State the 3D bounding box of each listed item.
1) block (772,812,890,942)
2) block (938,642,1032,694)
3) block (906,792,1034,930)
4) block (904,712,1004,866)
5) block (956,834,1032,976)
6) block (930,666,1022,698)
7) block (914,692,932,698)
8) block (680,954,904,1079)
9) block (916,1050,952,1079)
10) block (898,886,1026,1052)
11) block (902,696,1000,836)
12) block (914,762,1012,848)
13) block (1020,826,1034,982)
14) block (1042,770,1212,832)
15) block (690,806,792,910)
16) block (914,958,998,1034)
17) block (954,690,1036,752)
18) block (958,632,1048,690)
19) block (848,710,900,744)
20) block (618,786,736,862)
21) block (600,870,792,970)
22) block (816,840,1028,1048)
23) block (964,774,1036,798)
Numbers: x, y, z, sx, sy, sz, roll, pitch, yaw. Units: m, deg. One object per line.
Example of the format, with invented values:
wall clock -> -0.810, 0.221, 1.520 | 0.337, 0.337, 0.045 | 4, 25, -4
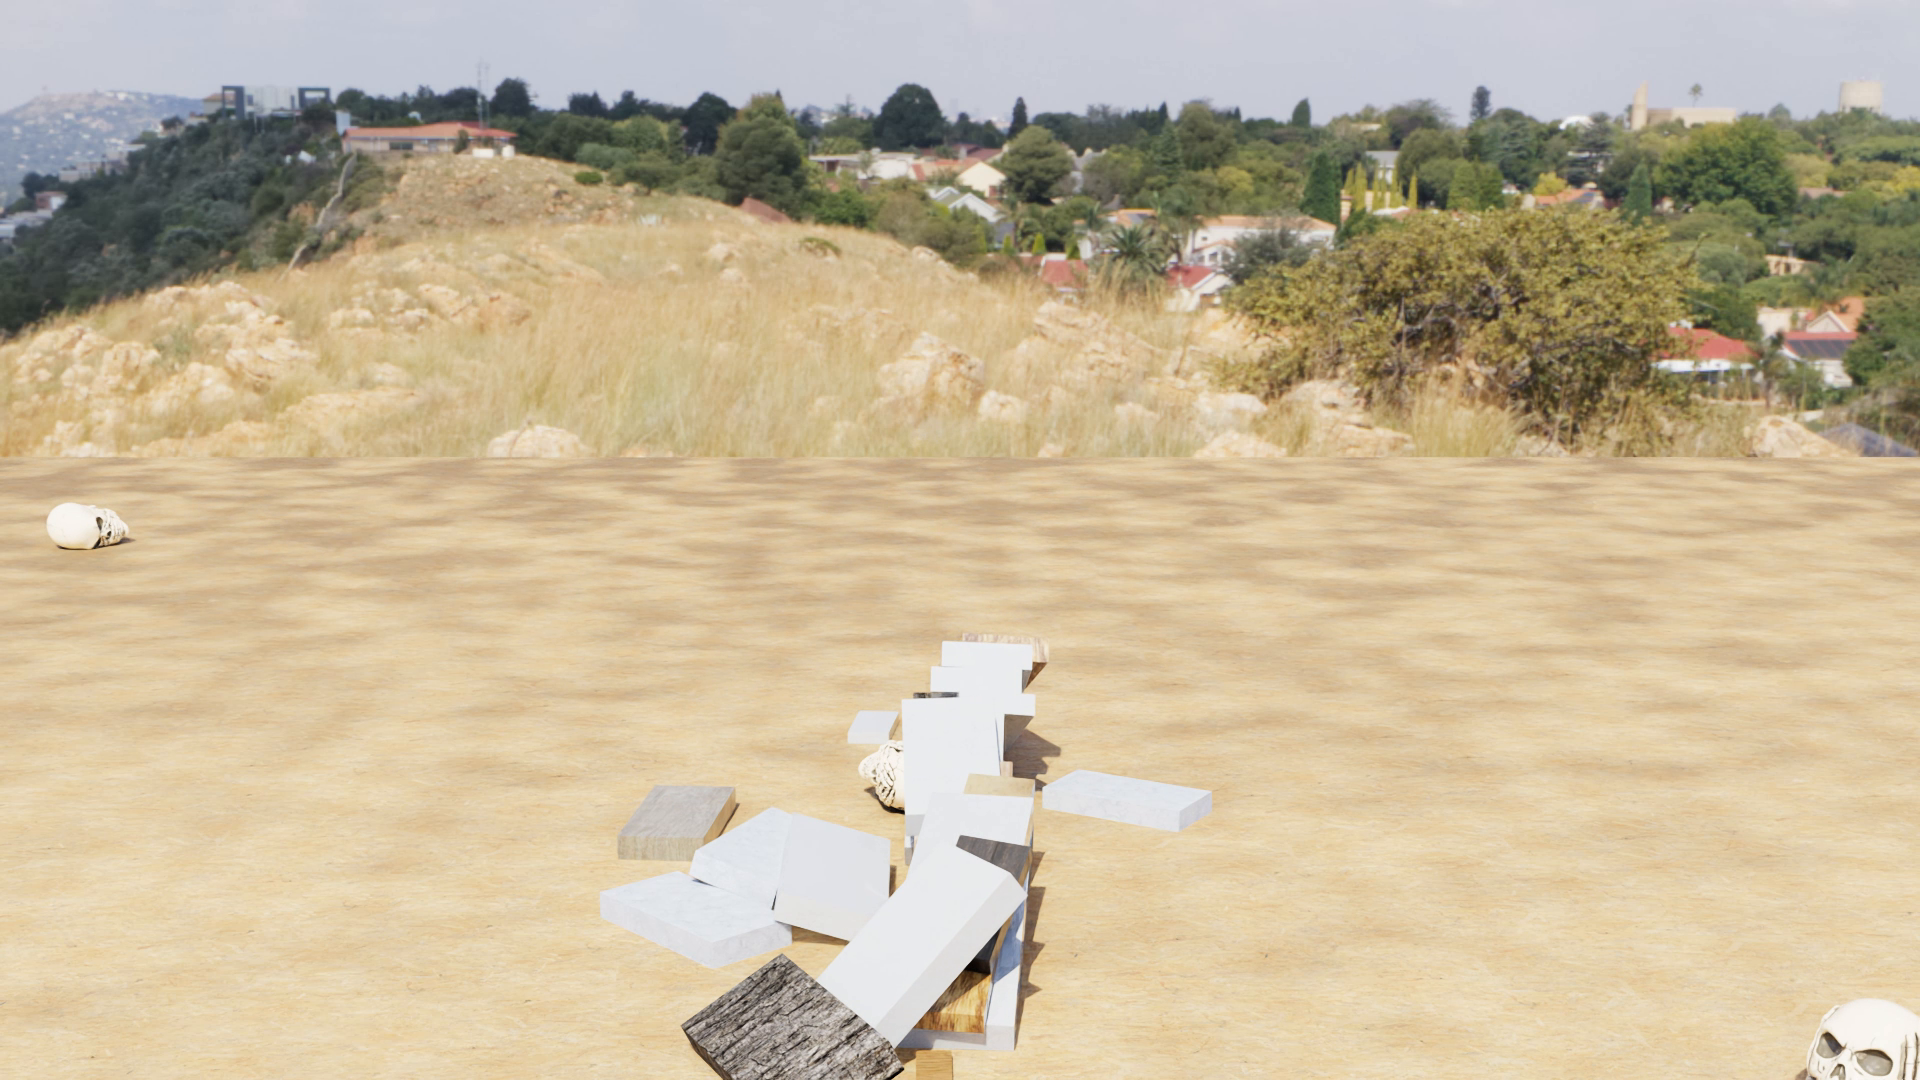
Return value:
block -> -0.204, 0.549, 3.574 | 0.171, 0.049, 0.343 | 17, 13, -5
block -> 0.040, 0.270, 4.255 | 0.167, 0.047, 0.401 | 2, -16, -2
block -> 0.015, 0.483, 3.342 | 0.162, 0.046, 0.324 | 2, 21, 7
block -> -0.007, 0.440, 3.912 | 0.164, 0.046, 0.328 | 1, 41, 2
block -> 0.022, 0.521, 3.153 | 0.108, 0.031, 0.217 | 7, 42, 16
block -> 0.033, 0.309, 4.206 | 0.167, 0.047, 0.334 | 1, -18, 2
block -> -0.003, 0.338, 4.629 | 0.112, 0.032, 0.224 | 3, -5, -24
block -> -0.227, 0.670, 2.907 | 0.171, 0.049, 0.343 | -33, 23, -19
block -> -0.035, 0.714, 2.963 | 0.049, 0.014, 0.097 | 0, 11, -1
block -> 0.007, 0.613, 3.180 | 0.162, 0.046, 0.324 | 1, 27, 4
block -> -0.016, 0.389, 3.820 | 0.164, 0.046, 0.328 | -2, 32, -2
block -> 0.007, 0.495, 3.738 | 0.164, 0.046, 0.328 | 0, 32, 1
block -> 0.022, 0.555, 3.381 | 0.162, 0.046, 0.324 | 2, 34, 5
block -> 0.313, 0.486, 4.118 | 0.283, 0.040, 0.141 | 6, 12, 31
block -> -0.317, 0.533, 3.702 | 0.153, 0.043, 0.305 | 21, 13, 16
block -> -0.007, 0.610, 3.101 | 0.108, 0.031, 0.217 | 3, 27, 7
block -> 0.046, 0.343, 4.157 | 0.141, 0.040, 0.283 | 5, -19, -8
block -> 0.061, 0.251, 4.359 | 0.167, 0.047, 0.334 | 4, -17, -8
block -> -0.182, 0.396, 4.650 | 0.085, 0.024, 0.171 | 1, 11, 5
block -> -0.509, 0.510, 3.979 | 0.153, 0.043, 0.305 | 1, 11, 5
block -> -0.422, 0.600, 3.495 | 0.153, 0.043, 0.305 | -10, 14, -42
block -> -0.080, 0.579, 3.035 | 0.347, 0.049, 0.171 | -46, 30, -18
block -> 0.051, 0.463, 3.610 | 0.112, 0.032, 0.224 | 5, 28, 9
